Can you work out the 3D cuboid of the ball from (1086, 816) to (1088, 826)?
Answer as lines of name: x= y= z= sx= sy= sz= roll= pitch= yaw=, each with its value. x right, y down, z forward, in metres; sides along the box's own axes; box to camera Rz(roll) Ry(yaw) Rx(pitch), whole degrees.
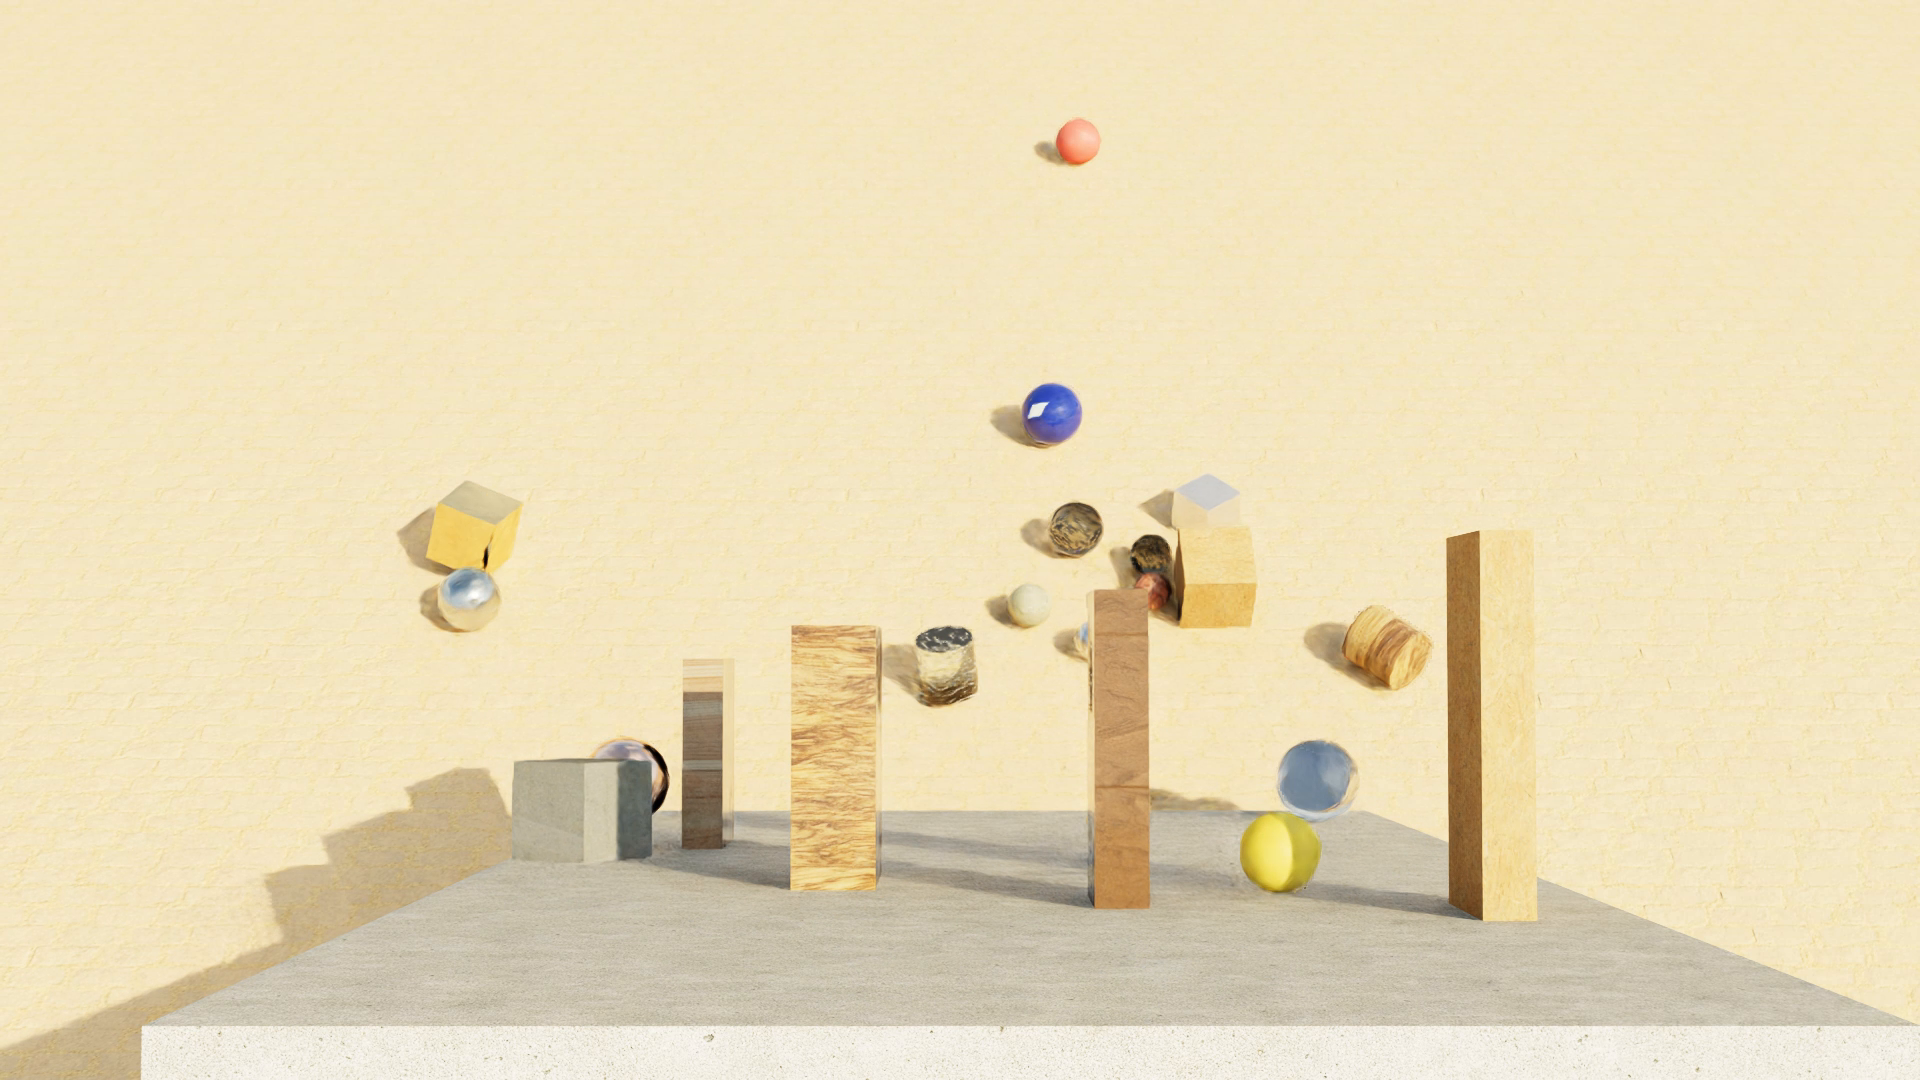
ball: x=0.331 y=0.603 z=5.597 sx=0.117 sy=0.117 sz=0.117 roll=0 pitch=37 yaw=0

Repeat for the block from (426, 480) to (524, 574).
block: x=-1.459 y=-0.030 z=7.826 sx=0.192 sy=0.192 sz=0.192 roll=21 pitch=27 yaw=8

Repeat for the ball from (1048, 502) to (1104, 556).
ball: x=0.353 y=-0.034 z=7.906 sx=0.168 sy=0.168 sz=0.168 roll=0 pitch=37 yaw=0

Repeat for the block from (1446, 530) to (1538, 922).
block: x=0.860 y=0.296 z=4.222 sx=0.085 sy=0.612 sz=0.284 roll=0 pitch=-2 yaw=0

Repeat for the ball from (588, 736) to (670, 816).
ball: x=-0.712 y=0.512 z=5.534 sx=0.187 sy=0.187 sz=0.187 roll=0 pitch=37 yaw=0

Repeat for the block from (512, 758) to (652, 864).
block: x=-0.772 y=0.551 z=5.318 sx=0.199 sy=0.199 sz=0.199 roll=-2 pitch=-3 yaw=35

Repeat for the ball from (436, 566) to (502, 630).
ball: x=-1.438 y=0.172 z=7.624 sx=0.186 sy=0.186 sz=0.186 roll=0 pitch=37 yaw=0

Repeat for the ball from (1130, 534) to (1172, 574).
ball: x=0.576 y=0.044 z=7.845 sx=0.126 sy=0.126 sz=0.126 roll=0 pitch=37 yaw=0

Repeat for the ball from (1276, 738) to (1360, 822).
ball: x=0.886 y=0.595 z=6.450 sx=0.207 sy=0.207 sz=0.207 roll=0 pitch=37 yaw=0

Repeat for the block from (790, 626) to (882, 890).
block: x=-0.224 y=0.393 z=4.798 sx=0.150 sy=0.468 sz=0.390 roll=0 pitch=-2 yaw=0

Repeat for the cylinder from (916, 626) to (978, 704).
cylinder: x=-0.037 y=0.353 z=7.362 sx=0.164 sy=0.164 sz=0.164 roll=-6 pitch=25 yaw=3

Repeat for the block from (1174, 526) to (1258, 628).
block: x=0.750 y=0.111 z=7.649 sx=0.210 sy=0.210 sz=0.210 roll=-1 pitch=50 yaw=-2

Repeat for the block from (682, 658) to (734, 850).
block: x=-0.551 y=0.464 z=5.708 sx=0.087 sy=0.406 sz=0.282 roll=0 pitch=-2 yaw=0

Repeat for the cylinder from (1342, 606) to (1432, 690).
cylinder: x=1.221 y=0.308 z=7.443 sx=0.177 sy=0.177 sz=0.177 roll=-29 pitch=47 yaw=-33

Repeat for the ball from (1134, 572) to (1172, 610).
ball: x=0.572 y=0.150 z=7.715 sx=0.111 sy=0.111 sz=0.111 roll=0 pitch=37 yaw=0

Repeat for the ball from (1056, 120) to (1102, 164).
ball: x=0.452 y=-1.515 z=9.892 sx=0.169 sy=0.169 sz=0.169 roll=0 pitch=37 yaw=0

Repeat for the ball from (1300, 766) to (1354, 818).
ball: x=0.935 y=0.640 z=6.625 sx=0.133 sy=0.133 sz=0.133 roll=0 pitch=37 yaw=0

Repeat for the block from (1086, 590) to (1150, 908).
block: x=0.266 y=0.348 z=4.393 sx=0.090 sy=0.523 sz=0.245 roll=0 pitch=-2 yaw=0

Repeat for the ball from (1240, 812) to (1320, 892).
ball: x=0.560 y=0.546 z=4.552 sx=0.141 sy=0.141 sz=0.141 roll=0 pitch=37 yaw=0

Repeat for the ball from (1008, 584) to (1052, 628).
ball: x=0.205 y=0.193 z=7.642 sx=0.131 sy=0.131 sz=0.131 roll=0 pitch=37 yaw=0

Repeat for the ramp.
ramp: x=0.081 y=0.683 z=4.918 sx=2.000 sy=0.100 sz=4.000 roll=0 pitch=-2 yaw=0

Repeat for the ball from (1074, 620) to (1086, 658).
ball: x=0.392 y=0.288 z=7.520 sx=0.124 sy=0.124 sz=0.124 roll=0 pitch=37 yaw=0

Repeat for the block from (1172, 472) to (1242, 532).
block: x=0.758 y=-0.090 z=8.007 sx=0.146 sy=0.146 sz=0.146 roll=-27 pitch=44 yaw=-31

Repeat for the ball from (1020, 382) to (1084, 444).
ball: x=0.297 y=-0.407 z=8.385 sx=0.201 sy=0.201 sz=0.201 roll=0 pitch=37 yaw=0
